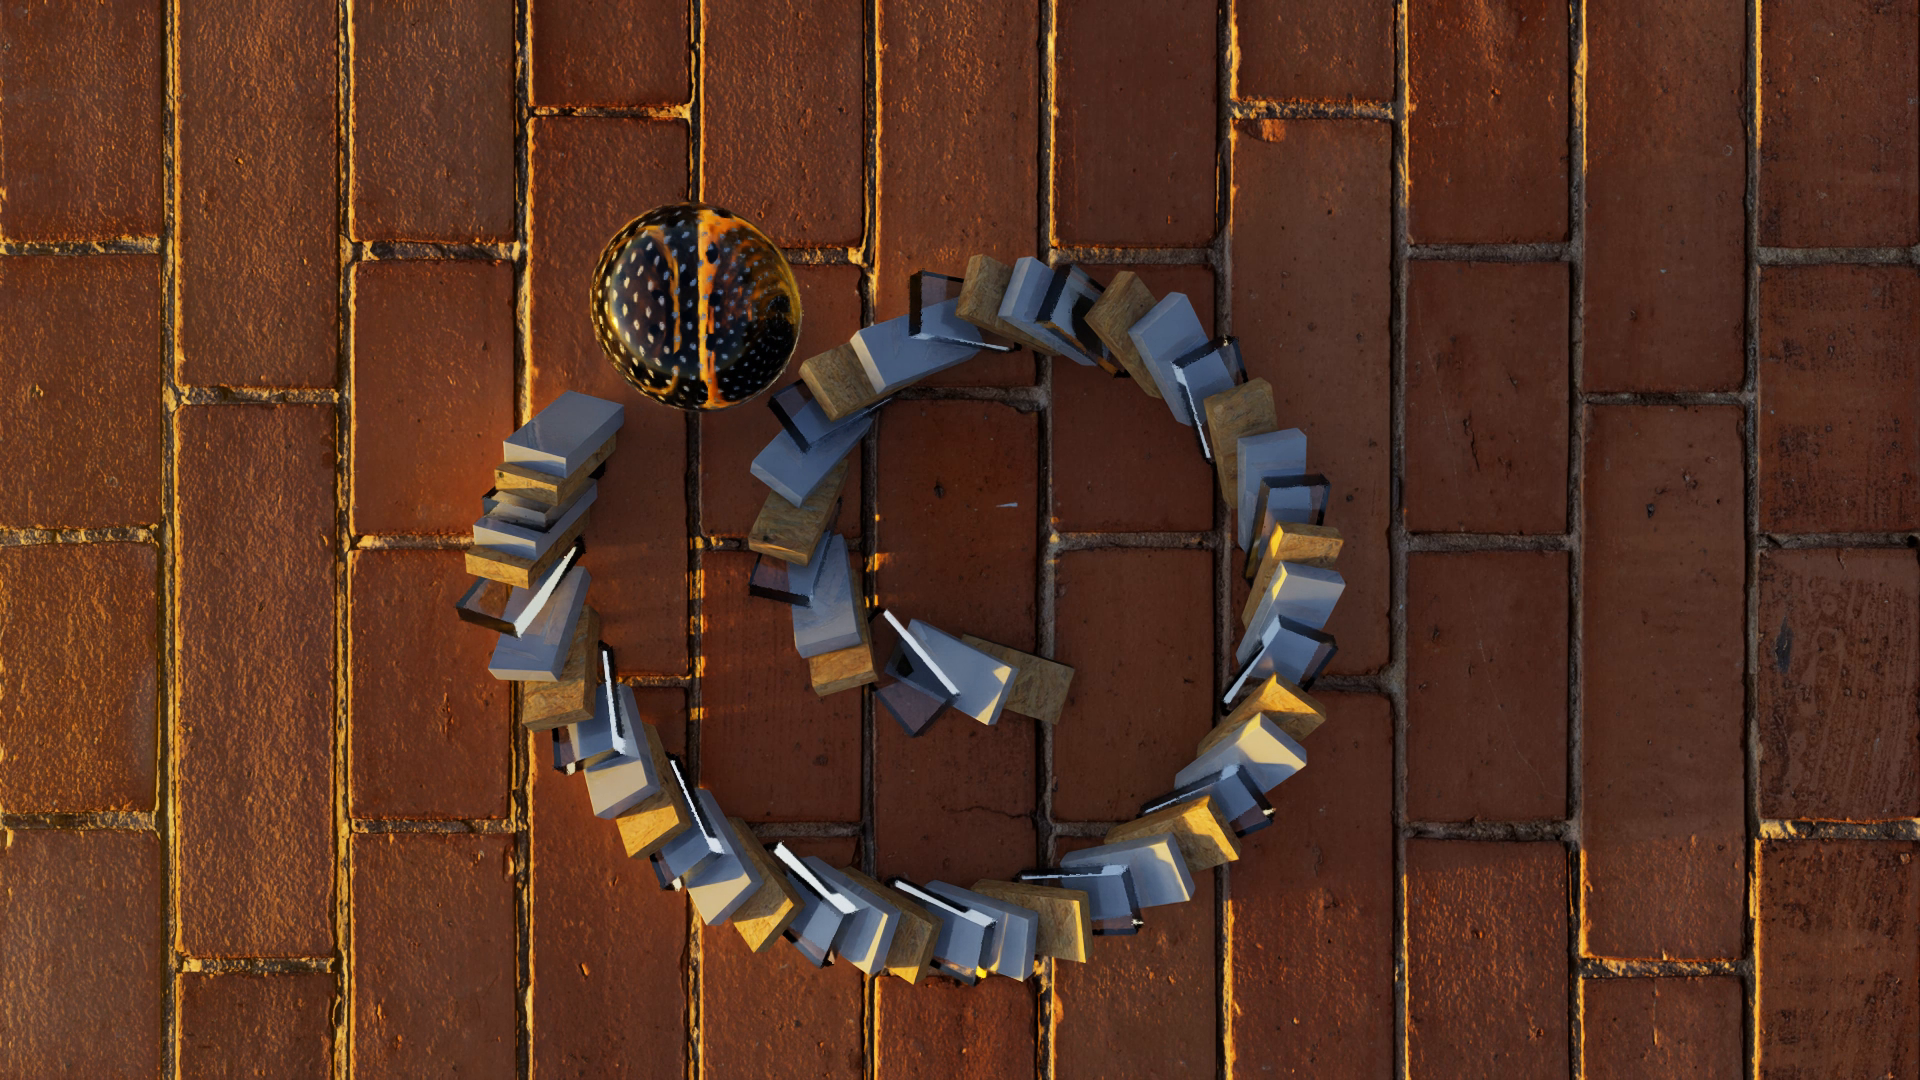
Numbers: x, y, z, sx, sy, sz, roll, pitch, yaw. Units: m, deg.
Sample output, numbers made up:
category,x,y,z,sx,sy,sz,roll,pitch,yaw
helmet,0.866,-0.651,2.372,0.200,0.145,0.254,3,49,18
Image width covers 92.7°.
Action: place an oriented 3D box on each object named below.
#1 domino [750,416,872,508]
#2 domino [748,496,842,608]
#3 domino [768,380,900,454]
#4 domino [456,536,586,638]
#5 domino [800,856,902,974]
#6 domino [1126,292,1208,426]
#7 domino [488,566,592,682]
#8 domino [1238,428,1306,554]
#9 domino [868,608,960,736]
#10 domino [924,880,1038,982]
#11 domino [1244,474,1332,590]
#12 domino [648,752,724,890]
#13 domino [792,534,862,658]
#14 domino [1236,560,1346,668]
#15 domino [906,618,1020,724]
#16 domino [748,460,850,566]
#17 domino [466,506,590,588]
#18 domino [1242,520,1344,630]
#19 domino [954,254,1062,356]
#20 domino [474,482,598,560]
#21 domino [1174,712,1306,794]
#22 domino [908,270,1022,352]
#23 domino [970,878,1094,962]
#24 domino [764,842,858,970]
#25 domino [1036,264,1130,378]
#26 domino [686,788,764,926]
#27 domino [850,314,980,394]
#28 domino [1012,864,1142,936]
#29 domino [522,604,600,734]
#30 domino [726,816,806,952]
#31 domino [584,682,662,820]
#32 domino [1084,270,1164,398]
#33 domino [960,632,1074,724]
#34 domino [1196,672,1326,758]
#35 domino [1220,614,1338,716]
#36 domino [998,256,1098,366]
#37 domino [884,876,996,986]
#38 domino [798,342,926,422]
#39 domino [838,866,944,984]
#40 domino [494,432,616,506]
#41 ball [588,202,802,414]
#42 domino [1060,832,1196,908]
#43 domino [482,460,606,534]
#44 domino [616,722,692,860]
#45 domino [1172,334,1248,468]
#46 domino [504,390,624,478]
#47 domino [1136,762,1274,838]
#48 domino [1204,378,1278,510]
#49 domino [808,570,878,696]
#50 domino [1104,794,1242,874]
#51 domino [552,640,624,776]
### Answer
category,x,y,z,sx,sy,sz,roll,pitch,yaw
domino,-0.062,-0.040,0.383,0.025,0.009,0.050,37,60,0
domino,-0.068,0.002,0.382,0.025,0.009,0.050,12,57,1
domino,-0.052,-0.059,0.383,0.050,0.009,0.025,-35,88,-31
domino,-0.180,0.015,0.379,0.025,0.010,0.050,17,47,3
domino,-0.050,0.155,0.382,0.050,0.009,0.025,18,90,33
domino,0.092,-0.075,0.382,0.025,0.009,0.050,-42,122,-5
domino,-0.174,0.034,0.382,0.025,0.010,0.050,2,55,0
domino,0.130,-0.020,0.384,0.025,0.009,0.050,-10,120,0
domino,-0.025,0.055,0.384,0.025,0.010,0.050,-48,67,10
domino,0.007,0.163,0.384,0.050,0.009,0.025,6,90,30
domino,0.136,-0.003,0.382,0.025,0.009,0.050,-4,123,-3
domino,-0.121,0.117,0.383,0.025,0.010,0.050,-38,60,0
domino,-0.057,0.023,0.381,0.025,0.009,0.050,-14,54,0
domino,0.137,0.034,0.381,0.025,0.009,0.050,11,122,-5
domino,-0.003,0.055,0.385,0.050,0.010,0.025,24,92,25
domino,-0.066,-0.015,0.382,0.025,0.009,0.050,17,58,3
domino,-0.176,-0.001,0.377,0.025,0.050,0.010,15,123,0
domino,0.138,0.017,0.382,0.025,0.009,0.050,7,122,-3
domino,0.024,-0.097,0.383,0.050,0.010,0.025,15,90,-32
domino,-0.173,-0.012,0.377,0.025,0.050,0.009,15,123,0
domino,0.116,0.096,0.382,0.025,0.010,0.050,40,121,-2
domino,0.003,-0.094,0.382,0.050,0.009,0.025,1,90,-33
domino,0.030,0.158,0.383,0.050,0.009,0.025,-5,92,30
domino,-0.067,0.151,0.382,0.050,0.010,0.025,27,94,33
domino,0.056,-0.090,0.381,0.050,0.010,0.025,25,85,-35
domino,-0.105,0.132,0.383,0.025,0.009,0.050,-44,59,0
domino,-0.018,-0.081,0.383,0.050,0.009,0.025,-27,90,-30
domino,0.049,0.151,0.384,0.050,0.009,0.025,-14,90,28
domino,-0.165,0.053,0.381,0.025,0.010,0.050,-14,54,1
domino,-0.089,0.143,0.383,0.050,0.009,0.025,40,91,31
domino,-0.144,0.087,0.383,0.025,0.009,0.050,-31,59,1
domino,0.076,-0.085,0.381,0.050,0.010,0.025,40,85,-33
domino,0.021,0.059,0.395,0.050,0.009,0.025,18,90,0
domino,0.125,0.080,0.384,0.025,0.010,0.050,36,119,0
domino,0.132,0.057,0.383,0.025,0.009,0.050,21,121,-2
domino,0.041,-0.094,0.381,0.050,0.010,0.025,21,88,-35
domino,-0.011,0.162,0.383,0.050,0.009,0.025,12,93,31
domino,-0.039,-0.071,0.382,0.050,0.010,0.025,-32,86,-30
domino,-0.033,0.160,0.383,0.050,0.009,0.025,18,90,30
domino,-0.165,-0.033,0.377,0.025,0.050,0.010,15,123,0
ball,-0.103,-0.090,0.360,0.080,0.080,0.080,0,90,0
domino,0.070,0.140,0.384,0.050,0.010,0.025,-23,90,29
domino,-0.169,-0.023,0.377,0.025,0.050,0.009,15,123,0
domino,-0.133,0.104,0.382,0.025,0.009,0.050,-35,59,2
domino,0.108,-0.057,0.383,0.025,0.009,0.050,-28,121,-1
domino,-0.161,-0.044,0.377,0.025,0.050,0.009,15,123,0
domino,0.102,0.115,0.383,0.050,0.010,0.025,-36,90,30
domino,0.120,-0.040,0.383,0.025,0.009,0.050,-21,121,0
domino,-0.051,0.038,0.381,0.025,0.010,0.050,-16,54,0
domino,0.088,0.127,0.383,0.050,0.010,0.025,-31,93,30
domino,-0.157,0.069,0.383,0.025,0.010,0.050,-20,60,0
